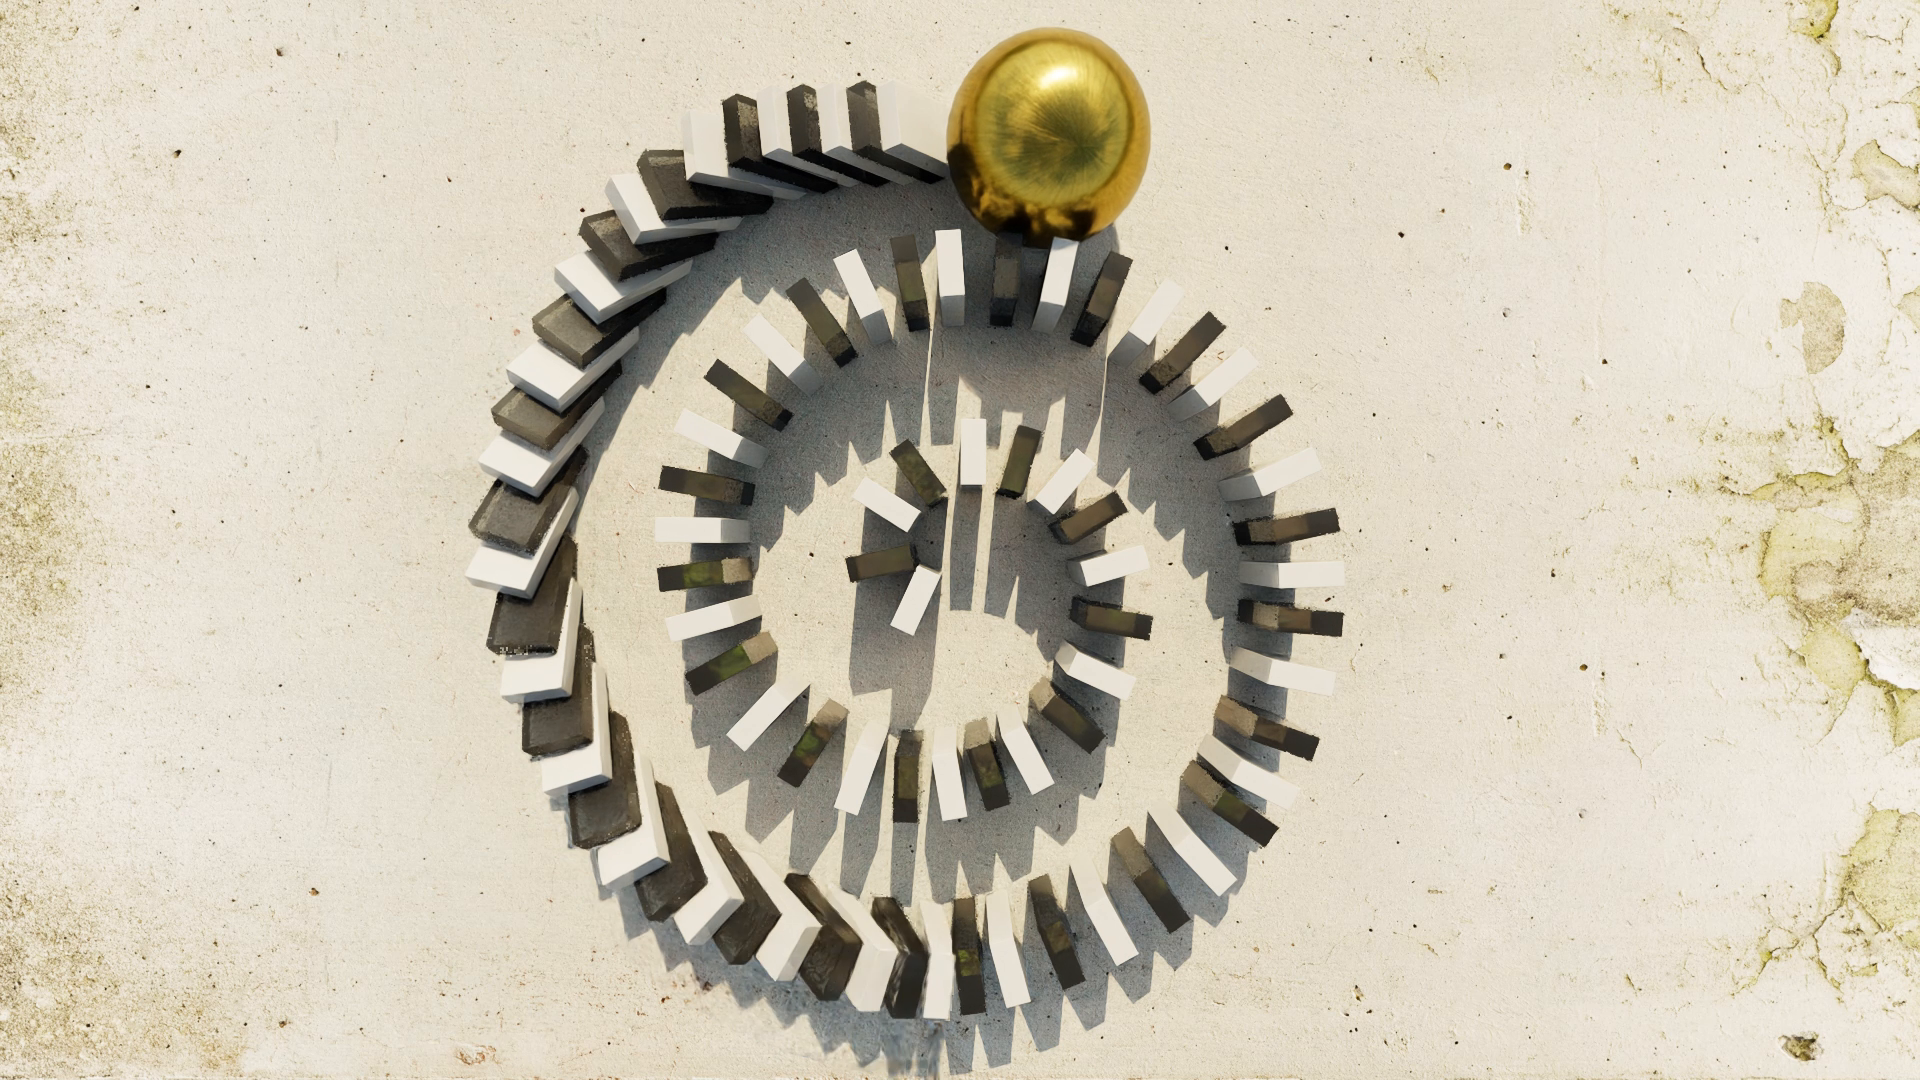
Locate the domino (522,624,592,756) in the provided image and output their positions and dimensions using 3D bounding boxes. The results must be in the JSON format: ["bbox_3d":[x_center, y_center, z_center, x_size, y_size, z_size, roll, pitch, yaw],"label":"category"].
[{"bbox_3d":[-0.168,0.062,0.383,0.025,0.009,0.050,-15,60,2],"label":"domino"}]

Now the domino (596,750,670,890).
[{"bbox_3d":[-0.139,0.116,0.381,0.025,0.009,0.050,-28,53,0],"label":"domino"}]

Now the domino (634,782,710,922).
[{"bbox_3d":[-0.125,0.129,0.381,0.025,0.010,0.050,-40,52,1],"label":"domino"}]

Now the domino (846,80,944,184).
[{"bbox_3d":[-0.025,-0.167,0.377,0.009,0.050,0.025,-6,90,36],"label":"domino"}]

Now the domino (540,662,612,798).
[{"bbox_3d":[-0.161,0.079,0.383,0.025,0.009,0.050,-17,60,0],"label":"domino"}]

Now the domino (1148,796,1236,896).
[{"bbox_3d":[0.094,0.124,0.375,0.009,0.050,0.025,-43,90,0],"label":"domino"}]

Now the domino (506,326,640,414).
[{"bbox_3d":[-0.160,-0.078,0.382,0.025,0.009,0.050,31,58,3],"label":"domino"}]

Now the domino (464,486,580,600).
[{"bbox_3d":[-0.183,-0.002,0.384,0.025,0.010,0.050,13,62,0],"label":"domino"}]

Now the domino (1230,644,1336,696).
[{"bbox_3d":[0.131,0.053,0.375,0.025,0.050,0.010,12,90,0],"label":"domino"}]

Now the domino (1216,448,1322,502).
[{"bbox_3d":[0.125,-0.026,0.375,0.025,0.050,0.010,-24,90,0],"label":"domino"}]

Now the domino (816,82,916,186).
[{"bbox_3d":[-0.037,-0.166,0.377,0.009,0.050,0.025,-6,90,36],"label":"domino"}]

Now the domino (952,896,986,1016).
[{"bbox_3d":[0.004,0.169,0.375,0.009,0.050,0.025,-8,90,0],"label":"domino"}]

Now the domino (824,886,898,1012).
[{"bbox_3d":[-0.044,0.167,0.376,0.009,0.050,0.025,18,90,-32],"label":"domino"}]

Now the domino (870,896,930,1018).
[{"bbox_3d":[-0.027,0.169,0.375,0.009,0.050,0.025,13,90,-20],"label":"domino"}]

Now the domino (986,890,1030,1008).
[{"bbox_3d":[0.019,0.166,0.375,0.009,0.050,0.025,-15,90,0],"label":"domino"}]

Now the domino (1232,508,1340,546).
[{"bbox_3d":[0.132,-0.005,0.375,0.025,0.050,0.009,-12,90,0],"label":"domino"}]

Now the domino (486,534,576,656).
[{"bbox_3d":[-0.178,0.022,0.383,0.025,0.010,0.050,-4,60,1],"label":"domino"}]

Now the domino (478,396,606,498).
[{"bbox_3d":[-0.174,-0.045,0.384,0.025,0.010,0.050,25,62,0],"label":"domino"}]

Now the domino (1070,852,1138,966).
[{"bbox_3d":[0.058,0.150,0.375,0.009,0.050,0.025,-29,90,0],"label":"domino"}]

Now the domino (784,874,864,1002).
[{"bbox_3d":[-0.061,0.163,0.378,0.009,0.050,0.025,24,90,-40],"label":"domino"}]

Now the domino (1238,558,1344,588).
[{"bbox_3d":[0.134,0.013,0.375,0.025,0.050,0.009,-2,90,0],"label":"domino"}]

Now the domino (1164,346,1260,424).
[{"bbox_3d":[0.102,-0.063,0.375,0.025,0.050,0.009,-40,90,0],"label":"domino"}]

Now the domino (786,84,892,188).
[{"bbox_3d":[-0.049,-0.165,0.377,0.009,0.050,0.025,-6,90,36],"label":"domino"}]

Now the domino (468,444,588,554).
[{"bbox_3d":[-0.180,-0.021,0.383,0.025,0.009,0.050,16,62,2],"label":"domino"}]

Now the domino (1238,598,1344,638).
[{"bbox_3d":[0.134,0.031,0.375,0.025,0.050,0.010,5,90,0],"label":"domino"}]

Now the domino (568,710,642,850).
[{"bbox_3d":[-0.150,0.099,0.382,0.025,0.009,0.050,-24,56,0],"label":"domino"}]

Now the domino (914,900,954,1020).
[{"bbox_3d":[-0.011,0.170,0.375,0.009,0.050,0.025,7,90,-8],"label":"domino"}]

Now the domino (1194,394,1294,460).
[{"bbox_3d":[0.115,-0.045,0.375,0.025,0.050,0.009,-33,90,0],"label":"domino"}]

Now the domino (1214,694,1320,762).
[{"bbox_3d":[0.124,0.076,0.375,0.025,0.050,0.009,20,90,0],"label":"domino"}]

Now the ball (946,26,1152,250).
[{"bbox_3d":[0.034,-0.156,0.360,0.080,0.080,0.080,0,90,0],"label":"ball"}]

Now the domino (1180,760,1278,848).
[{"bbox_3d":[0.109,0.107,0.375,0.025,0.050,0.010,35,90,0],"label":"domino"}]

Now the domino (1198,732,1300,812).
[{"bbox_3d":[0.117,0.094,0.375,0.025,0.050,0.010,27,90,0],"label":"domino"}]

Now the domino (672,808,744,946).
[{"bbox_3d":[-0.112,0.139,0.381,0.025,0.009,0.050,-47,52,0],"label":"domino"}]

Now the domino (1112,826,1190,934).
[{"bbox_3d":[0.077,0.138,0.375,0.009,0.050,0.025,-36,90,0],"label":"domino"}]

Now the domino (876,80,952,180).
[{"bbox_3d":[-0.013,-0.167,0.377,0.010,0.050,0.025,-6,90,36],"label":"domino"}]

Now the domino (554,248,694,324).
[{"bbox_3d":[-0.140,-0.113,0.382,0.025,0.010,0.050,45,56,0],"label":"domino"}]

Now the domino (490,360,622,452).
[{"bbox_3d":[-0.167,-0.062,0.382,0.025,0.010,0.050,28,58,1],"label":"domino"}]

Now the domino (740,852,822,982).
[{"bbox_3d":[-0.081,0.155,0.380,0.050,0.010,0.025,29,90,40],"label":"domino"}]

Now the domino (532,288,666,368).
[{"bbox_3d":[-0.150,-0.096,0.383,0.025,0.010,0.050,37,58,0],"label":"domino"}]

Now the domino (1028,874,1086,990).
[{"bbox_3d":[0.039,0.159,0.375,0.010,0.050,0.025,-23,90,0],"label":"domino"}]

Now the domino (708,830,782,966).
[{"bbox_3d":[-0.097,0.148,0.381,0.050,0.010,0.025,36,90,38],"label":"domino"}]

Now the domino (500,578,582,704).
[{"bbox_3d":[-0.175,0.042,0.383,0.025,0.009,0.050,-8,60,0],"label":"domino"}]
